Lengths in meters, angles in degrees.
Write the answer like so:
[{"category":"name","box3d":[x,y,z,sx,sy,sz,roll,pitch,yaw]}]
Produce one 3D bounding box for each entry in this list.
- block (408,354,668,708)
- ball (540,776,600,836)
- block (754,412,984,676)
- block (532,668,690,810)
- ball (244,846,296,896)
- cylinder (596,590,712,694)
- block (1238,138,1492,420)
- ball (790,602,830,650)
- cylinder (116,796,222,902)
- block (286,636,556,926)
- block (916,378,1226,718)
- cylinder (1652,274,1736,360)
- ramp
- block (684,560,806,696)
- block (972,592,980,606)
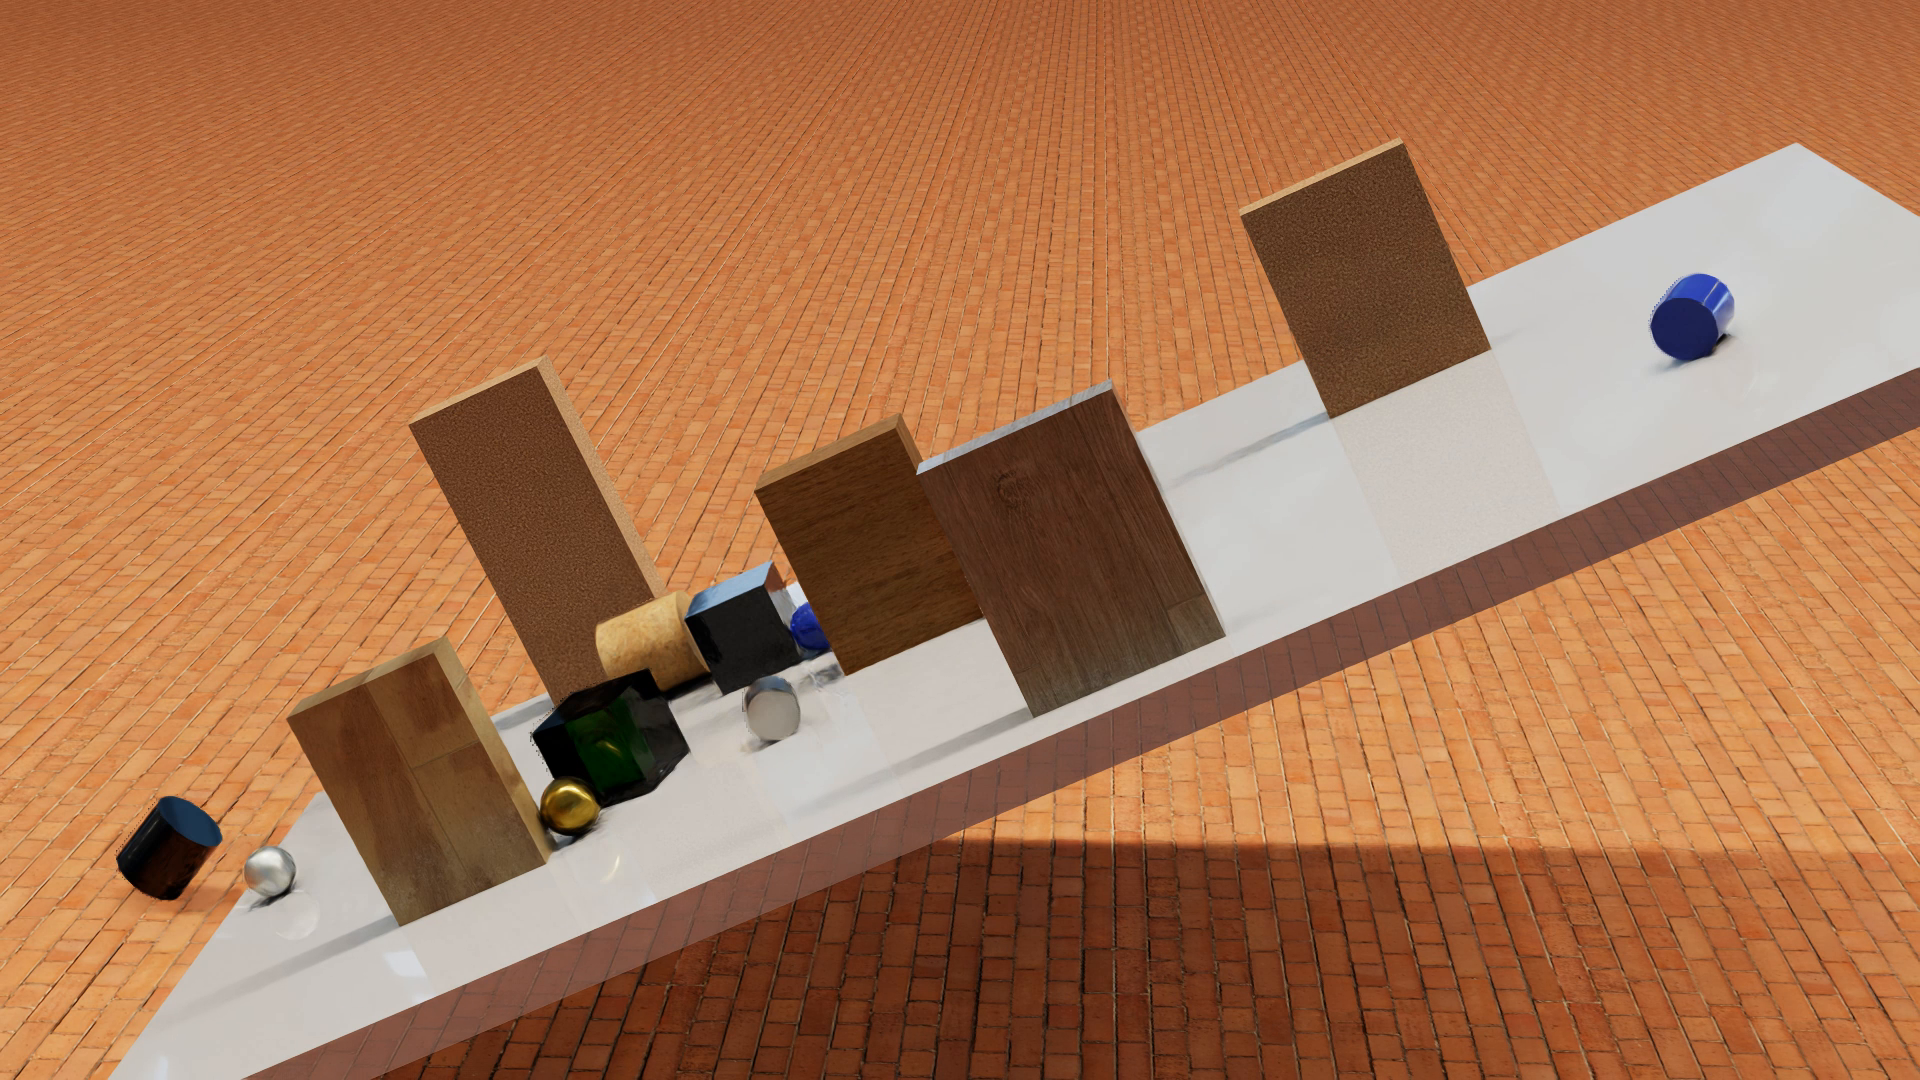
[{"category":"block","box3d":[-0.998,-0.020,7.183,0.350,0.784,0.139,-24,13,9]},{"category":"ball","box3d":[-0.805,0.548,6.071,0.124,0.124,0.124,0,16,0]},{"category":"block","box3d":[-0.186,0.009,6.289,0.331,0.450,0.146,-24,13,9]},{"category":"block","box3d":[-0.739,0.429,6.236,0.204,0.204,0.204,-19,14,25]},{"category":"ball","box3d":[-1.578,0.757,6.725,0.116,0.116,0.116,0,16,0]},{"category":"cylinder","box3d":[-0.706,0.252,6.851,0.209,0.209,0.209,-23,12,10]},{"category":"block","box3d":[0.886,-0.571,6.435,0.381,0.496,0.089,-24,13,9]},{"category":"ball","box3d":[-0.323,0.192,6.582,0.113,0.113,0.113,0,16,0]},{"category":"cylinder","box3d":[-1.898,0.741,7.063,0.178,0.178,0.178,37,12,-10]},{"category":"block","box3d":[-1.097,0.494,6.009,0.340,0.495,0.117,-24,13,9]},{"category":"block","box3d":[0.206,0.018,5.387,0.387,0.509,0.087,-24,13,9]},{"category":"cylinder","box3d":[1.421,-0.432,5.698,0.129,0.129,0.129,8,29,27]},{"category":"ramp","box3d":[0.135,0.169,6.283,4.000,0.100,2.000,-24,13,9]},{"category":"block","box3d":[-0.480,0.198,6.661,0.199,0.199,0.199,-24,13,8]},{"category":"block","box3d":[0.083,0.082,6.251,0.110,0.110,0.110,-24,13,9]}]
